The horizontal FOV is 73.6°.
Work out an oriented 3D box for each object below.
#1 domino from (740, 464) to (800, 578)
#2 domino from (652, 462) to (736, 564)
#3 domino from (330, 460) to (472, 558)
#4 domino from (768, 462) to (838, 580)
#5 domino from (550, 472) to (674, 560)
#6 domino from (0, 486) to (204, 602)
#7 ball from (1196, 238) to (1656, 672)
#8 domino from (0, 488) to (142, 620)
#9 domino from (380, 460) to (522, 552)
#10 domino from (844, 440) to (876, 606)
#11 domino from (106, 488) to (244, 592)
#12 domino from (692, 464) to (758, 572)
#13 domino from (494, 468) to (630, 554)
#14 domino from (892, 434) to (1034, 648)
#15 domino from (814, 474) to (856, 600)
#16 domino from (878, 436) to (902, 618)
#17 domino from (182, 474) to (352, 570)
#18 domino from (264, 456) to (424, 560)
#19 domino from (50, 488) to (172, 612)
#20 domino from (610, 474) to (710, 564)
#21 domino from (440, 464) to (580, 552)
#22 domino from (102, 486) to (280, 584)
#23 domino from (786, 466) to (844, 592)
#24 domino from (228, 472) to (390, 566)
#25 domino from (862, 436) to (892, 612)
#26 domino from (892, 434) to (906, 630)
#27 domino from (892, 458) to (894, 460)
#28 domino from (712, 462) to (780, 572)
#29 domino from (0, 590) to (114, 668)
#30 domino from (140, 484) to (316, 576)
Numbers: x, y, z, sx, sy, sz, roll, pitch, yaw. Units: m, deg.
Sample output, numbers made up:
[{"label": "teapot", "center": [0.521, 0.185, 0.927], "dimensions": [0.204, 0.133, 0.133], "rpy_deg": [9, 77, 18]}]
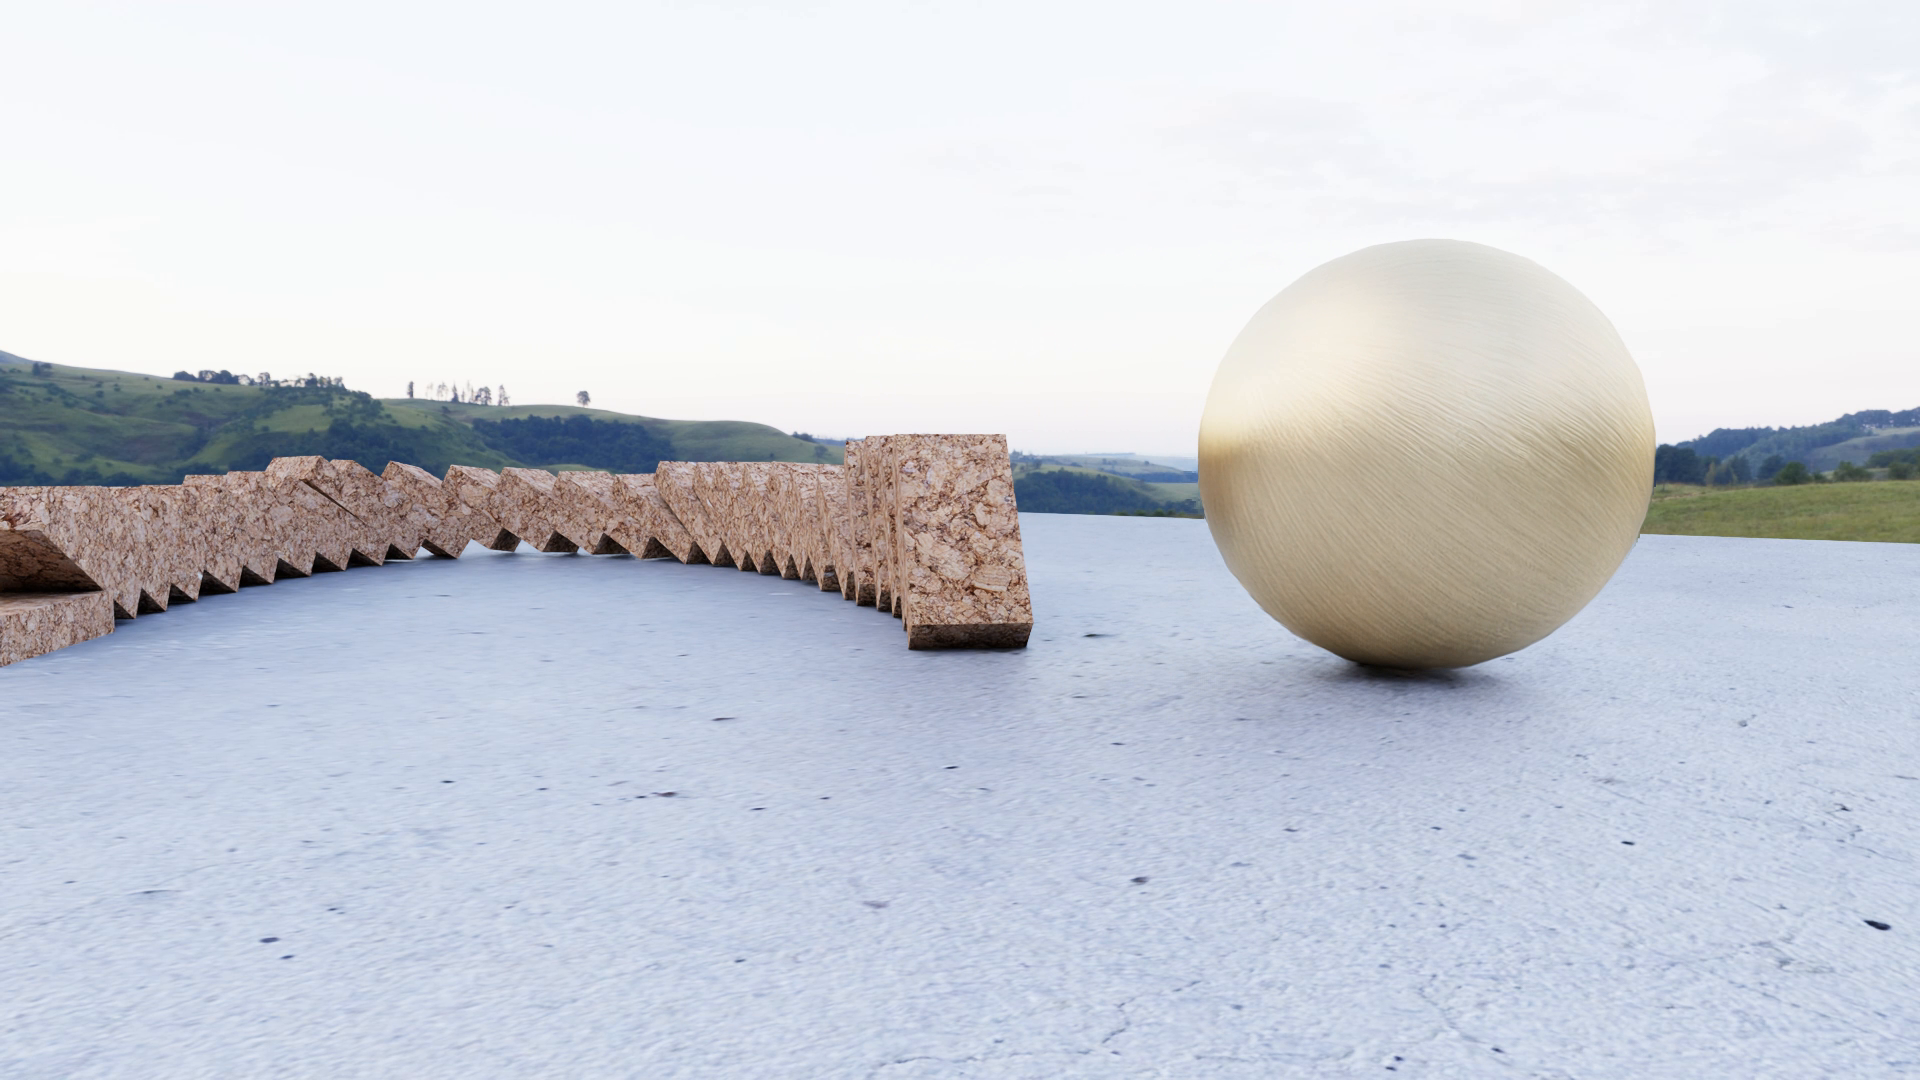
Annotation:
[{"label": "domino", "center": [-0.053, -0.007, 0.422], "dimensions": [0.025, 0.009, 0.050], "rpy_deg": [-1, 38, -29]}, {"label": "domino", "center": [-0.088, -0.010, 0.464], "dimensions": [0.025, 0.010, 0.050], "rpy_deg": [-1, 37, -43]}, {"label": "domino", "center": [-0.207, -0.011, 0.471], "dimensions": [0.025, 0.010, 0.050], "rpy_deg": [5, -29, 49]}, {"label": "domino", "center": [-0.043, -0.006, 0.408], "dimensions": [0.025, 0.010, 0.050], "rpy_deg": [2, 36, -25]}, {"label": "domino", "center": [-0.127, -0.010, 0.484], "dimensions": [0.050, 0.009, 0.025], "rpy_deg": [33, 17, 23]}, {"label": "domino", "center": [-0.217, 0.002, 0.323], "dimensions": [0.025, 0.009, 0.050], "rpy_deg": [-1, -24, -3]}, {"label": "ball", "center": [0.085, -0.016, 0.240], "dimensions": [0.080, 0.080, 0.080], "rpy_deg": [0, 4, 0]}, {"label": "domino", "center": [-0.204, 0.004, 0.283], "dimensions": [0.025, 0.009, 0.050], "rpy_deg": [0, -25, -12]}, {"label": "domino", "center": [-0.195, -0.013, 0.494], "dimensions": [0.050, 0.010, 0.025], "rpy_deg": [30, -2, 3]}, {"label": "domino", "center": [-0.017, -0.005, 0.352], "dimensions": [0.025, 0.050, 0.009], "rpy_deg": [-1, -38, -11]}, {"label": "domino", "center": [-0.219, 0.001, 0.346], "dimensions": [0.025, 0.009, 0.050], "rpy_deg": [0, -23, -2]}, {"label": "domino", "center": [-0.073, -0.009, 0.450], "dimensions": [0.025, 0.009, 0.050], "rpy_deg": [-3, 39, -34]}, {"label": "domino", "center": [-0.150, -0.011, 0.491], "dimensions": [0.050, 0.010, 0.025], "rpy_deg": [31, 10, 16]}, {"label": "domino", "center": [0.000, -0.001, 0.279], "dimensions": [0.025, 0.050, 0.010], "rpy_deg": [-1, -35, -8]}, {"label": "domino", "center": [-0.025, -0.002, 0.370], "dimensions": [0.025, 0.010, 0.050], "rpy_deg": [-1, 35, -17]}, {"label": "domino", "center": [-0.006, -0.004, 0.328], "dimensions": [0.025, 0.050, 0.010], "rpy_deg": [-1, -35, -11]}, {"label": "domino", "center": [-0.222, -0.005, 0.412], "dimensions": [0.025, 0.010, 0.050], "rpy_deg": [1, -25, 11]}, {"label": "domino", "center": [-0.216, -0.011, 0.451], "dimensions": [0.025, 0.010, 0.050], "rpy_deg": [0, -33, 28]}, {"label": "domino", "center": [-0.210, 0.003, 0.303], "dimensions": [0.025, 0.009, 0.050], "rpy_deg": [0, -25, -12]}, {"label": "domino", "center": [-0.105, -0.009, 0.475], "dimensions": [0.050, 0.010, 0.025], "rpy_deg": [36, 25, 32]}, {"label": "domino", "center": [-0.172, -0.012, 0.495], "dimensions": [0.050, 0.009, 0.025], "rpy_deg": [31, 6, 12]}, {"label": "domino", "center": [-0.222, -0.001, 0.368], "dimensions": [0.025, 0.010, 0.050], "rpy_deg": [0, -22, 2]}, {"label": "domino", "center": [-0.035, -0.004, 0.390], "dimensions": [0.025, 0.009, 0.050], "rpy_deg": [-1, 38, -21]}, {"label": "domino", "center": [-0.220, -0.007, 0.433], "dimensions": [0.025, 0.009, 0.050], "rpy_deg": [1, -26, 19]}, {"label": "domino", "center": [-0.011, -0.005, 0.339], "dimensions": [0.025, 0.050, 0.009], "rpy_deg": [-1, -35, -11]}, {"label": "domino", "center": [-0.002, -0.003, 0.303], "dimensions": [0.025, 0.050, 0.009], "rpy_deg": [0, -35, -8]}, {"label": "domino", "center": [-0.001, -0.002, 0.291], "dimensions": [0.025, 0.050, 0.010], "rpy_deg": [-1, -35, -9]}, {"label": "domino", "center": [-0.064, -0.009, 0.436], "dimensions": [0.025, 0.010, 0.050], "rpy_deg": [-2, 38, -32]}, {"label": "domino", "center": [-0.199, 0.018, 0.263], "dimensions": [0.025, 0.009, 0.050], "rpy_deg": [-1, 4, -11]}, {"label": "domino", "center": [-0.223, -0.002, 0.391], "dimensions": [0.025, 0.010, 0.050], "rpy_deg": [0, -22, 6]}]
